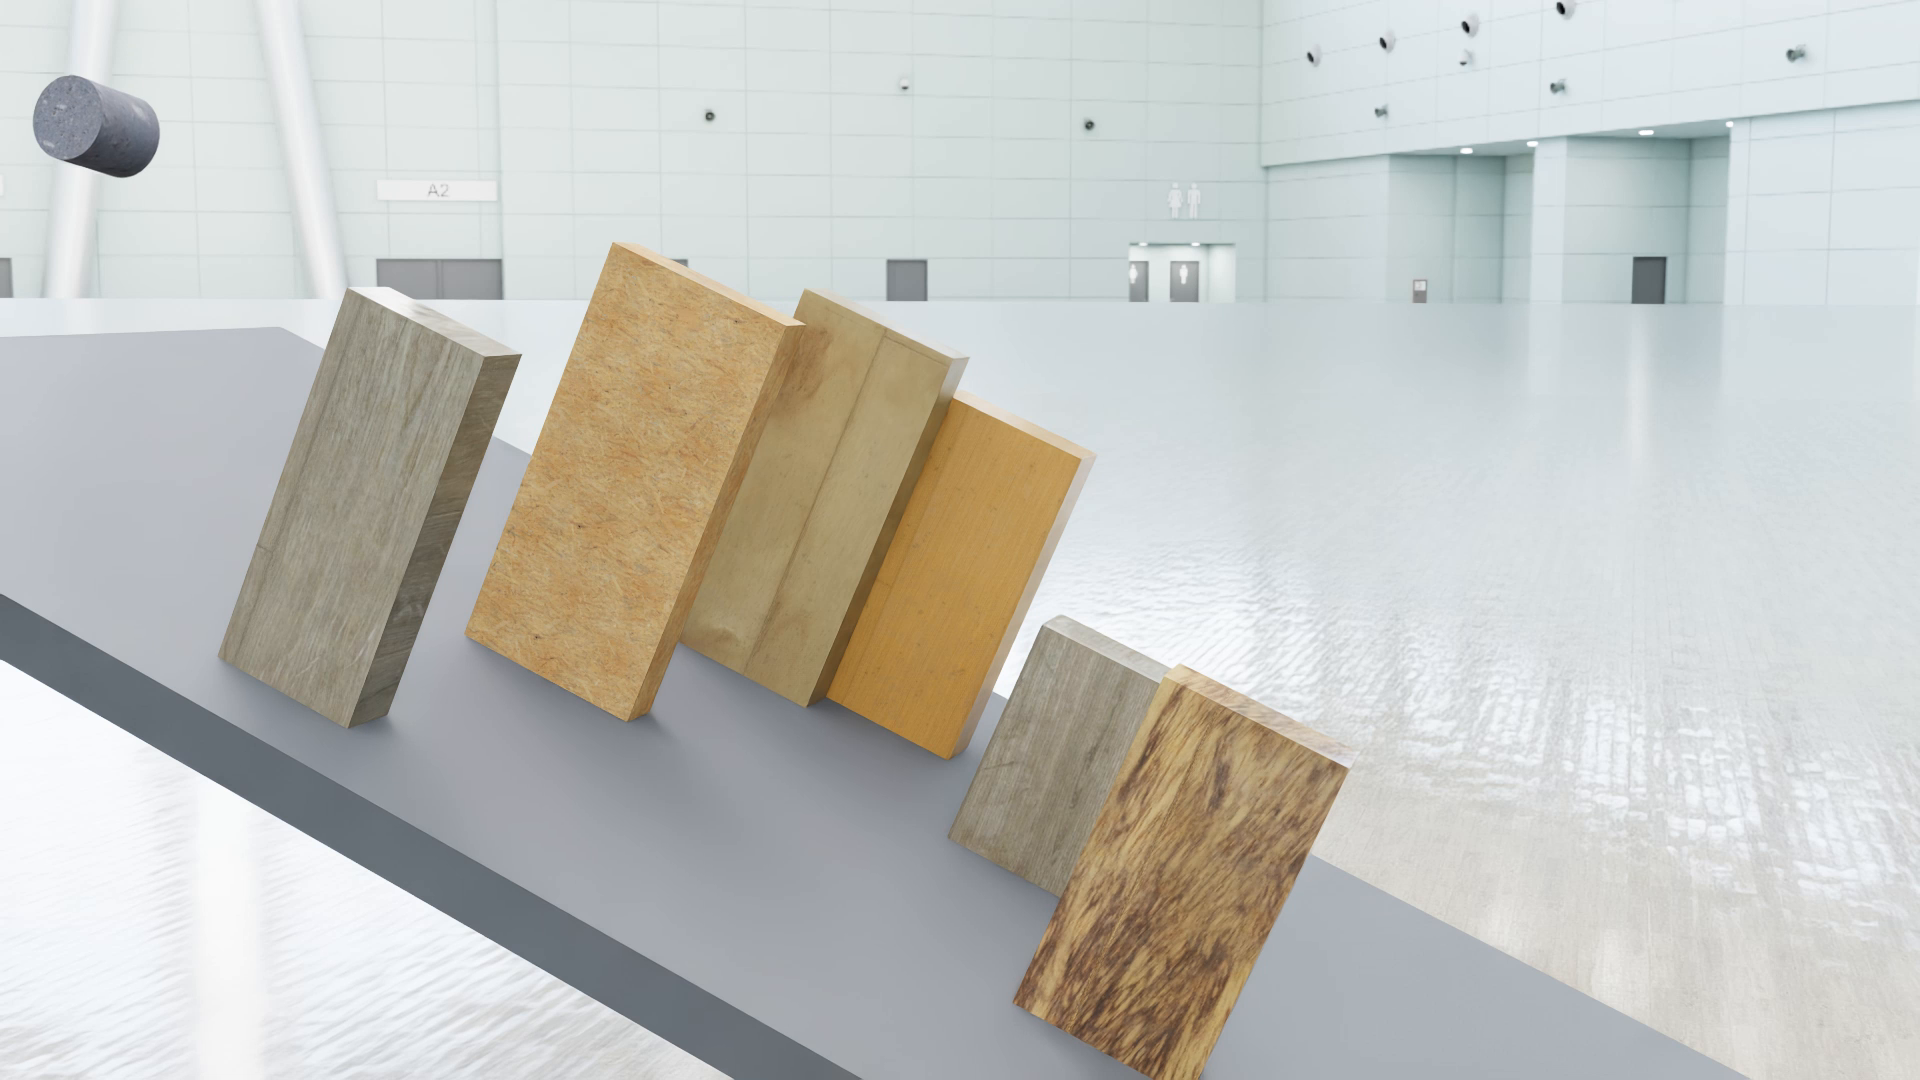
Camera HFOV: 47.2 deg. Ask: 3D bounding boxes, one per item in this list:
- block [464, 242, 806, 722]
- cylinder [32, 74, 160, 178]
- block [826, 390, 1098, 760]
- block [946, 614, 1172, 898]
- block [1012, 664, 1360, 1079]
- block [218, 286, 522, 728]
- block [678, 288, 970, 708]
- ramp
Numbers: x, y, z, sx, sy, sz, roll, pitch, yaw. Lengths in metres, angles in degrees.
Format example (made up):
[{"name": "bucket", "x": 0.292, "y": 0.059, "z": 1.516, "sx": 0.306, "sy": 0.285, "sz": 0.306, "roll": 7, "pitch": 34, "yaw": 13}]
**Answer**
[{"name": "block", "x": -0.599, "y": -0.104, "z": 4.008, "sx": 0.361, "sy": 0.790, "sz": 0.095, "roll": 26, "pitch": 13, "yaw": 13}, {"name": "cylinder", "x": -1.670, "y": -0.799, "z": 4.255, "sx": 0.163, "sy": 0.163, "sz": 0.163, "roll": 2, "pitch": -3, "yaw": 19}, {"name": "block", "x": -0.008, "y": 0.071, "z": 4.548, "sx": 0.315, "sy": 0.688, "sz": 0.134, "roll": 26, "pitch": 13, "yaw": 13}, {"name": "block", "x": 0.196, "y": 0.404, "z": 4.108, "sx": 0.259, "sy": 0.451, "sz": 0.141, "roll": 26, "pitch": 13, "yaw": 13}, {"name": "block", "x": 0.357, "y": 0.541, "z": 3.512, "sx": 0.317, "sy": 0.601, "sz": 0.124, "roll": 26, "pitch": 13, "yaw": 13}, {"name": "block", "x": -0.947, "y": -0.052, "z": 3.517, "sx": 0.259, "sy": 0.650, "sz": 0.119, "roll": 26, "pitch": 13, "yaw": 13}, {"name": "block", "x": -0.295, "y": -0.086, "z": 4.477, "sx": 0.339, "sy": 0.779, "sz": 0.114, "roll": 26, "pitch": 13, "yaw": 13}, {"name": "ramp", "x": -0.282, "y": 0.487, "z": 4.180, "sx": 4.000, "sy": 0.100, "sz": 2.000, "roll": 26, "pitch": 13, "yaw": 13}]
